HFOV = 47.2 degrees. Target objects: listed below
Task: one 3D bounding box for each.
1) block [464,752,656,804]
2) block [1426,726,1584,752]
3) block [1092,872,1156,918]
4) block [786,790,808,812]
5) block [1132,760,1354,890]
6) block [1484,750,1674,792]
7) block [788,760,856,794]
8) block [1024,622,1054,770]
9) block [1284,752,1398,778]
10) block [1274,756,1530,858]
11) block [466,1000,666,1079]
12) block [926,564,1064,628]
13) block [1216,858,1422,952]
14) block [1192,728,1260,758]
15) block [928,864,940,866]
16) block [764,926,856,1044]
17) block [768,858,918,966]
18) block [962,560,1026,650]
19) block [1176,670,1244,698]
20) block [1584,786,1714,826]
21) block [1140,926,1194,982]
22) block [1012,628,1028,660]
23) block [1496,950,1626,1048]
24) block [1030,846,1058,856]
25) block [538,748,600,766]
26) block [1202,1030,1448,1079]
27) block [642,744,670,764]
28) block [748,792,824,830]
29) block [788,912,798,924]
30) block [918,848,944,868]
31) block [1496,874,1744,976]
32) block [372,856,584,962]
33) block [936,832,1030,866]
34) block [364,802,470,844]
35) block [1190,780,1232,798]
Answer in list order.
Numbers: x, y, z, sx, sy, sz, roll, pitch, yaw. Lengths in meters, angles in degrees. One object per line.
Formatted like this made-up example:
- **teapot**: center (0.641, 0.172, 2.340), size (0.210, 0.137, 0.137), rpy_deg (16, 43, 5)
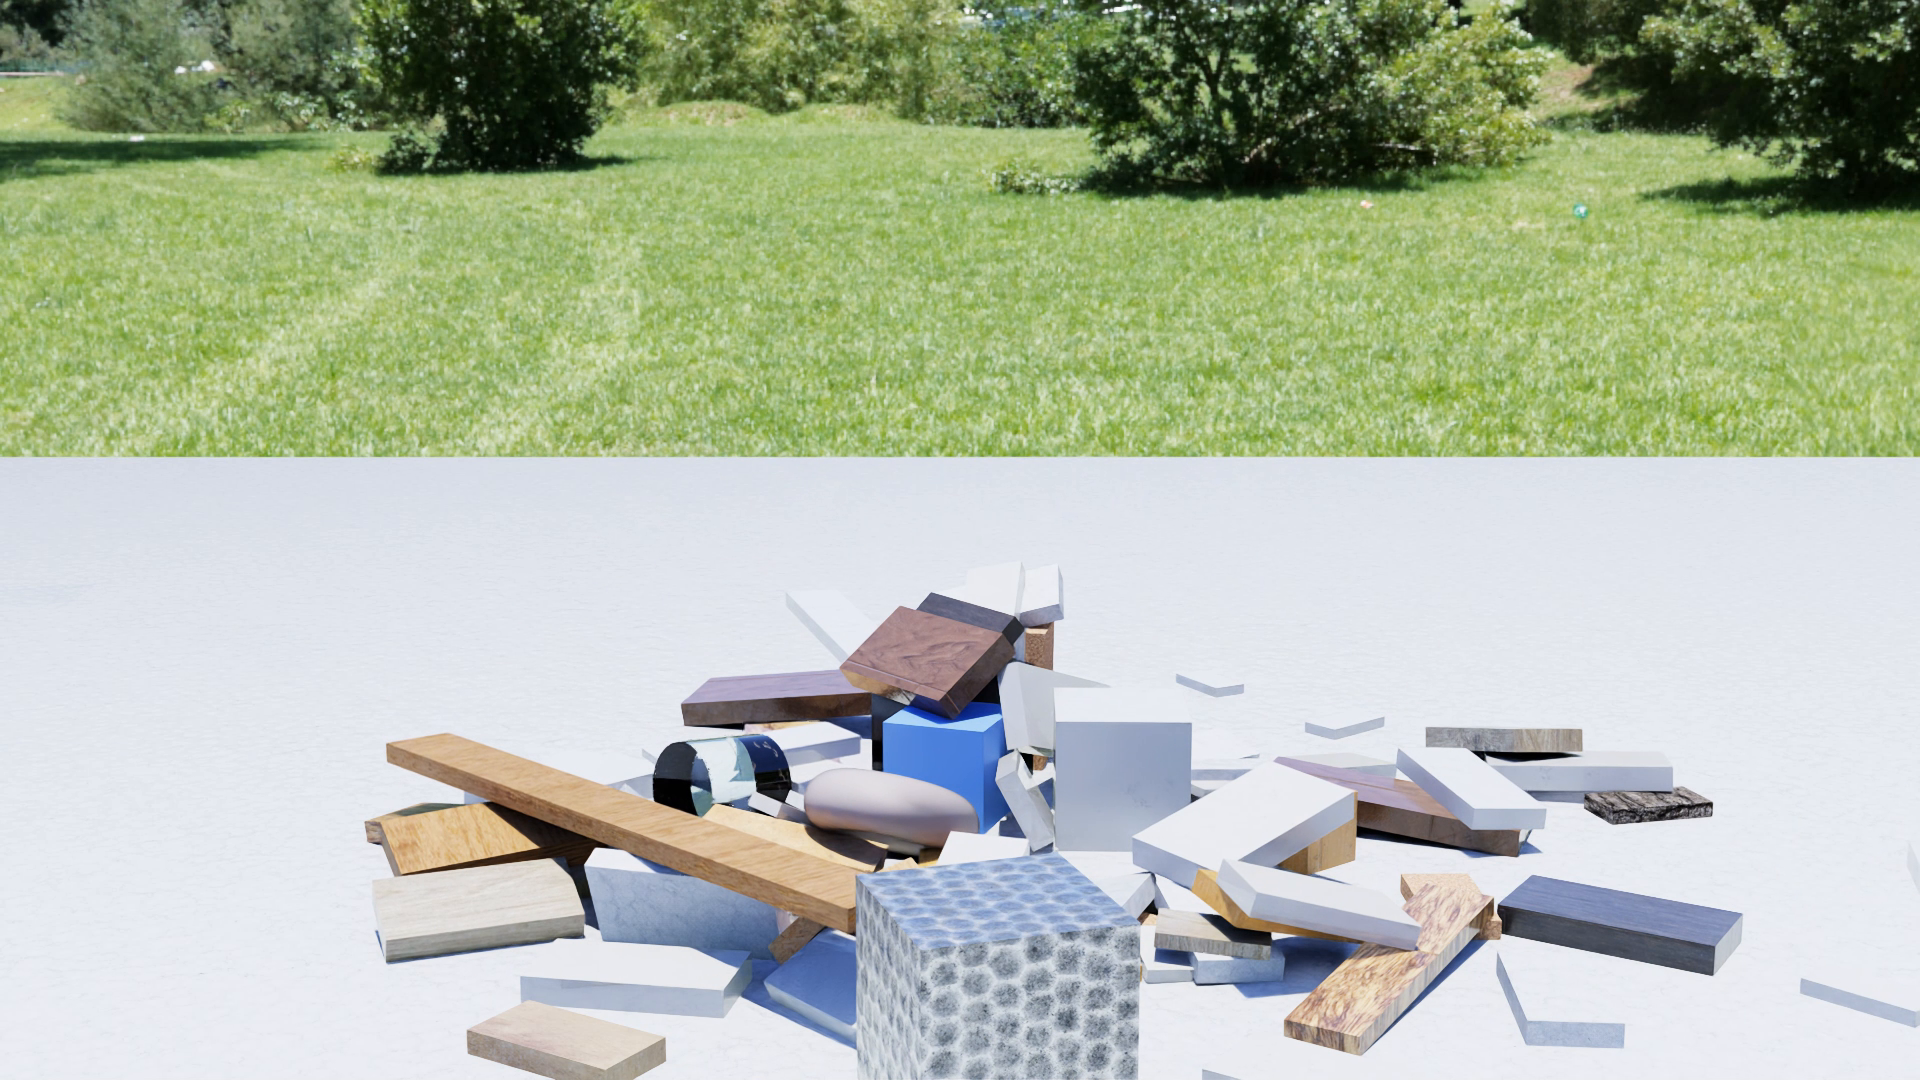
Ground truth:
- **block**: center (-0.742, 0.474, 4.159), size (0.345, 0.049, 0.172), rpy_deg (-10, 15, -44)
- **block**: center (1.076, 0.395, 4.366), size (0.156, 0.044, 0.312), rpy_deg (1, -4, -20)
- **block**: center (0.215, 0.586, 3.467), size (0.133, 0.038, 0.266), rpy_deg (-13, 3, 21)
- **block**: center (-0.225, 0.492, 3.940), size (0.163, 0.023, 0.081), rpy_deg (26, -6, -35)
- **block**: center (0.469, 0.473, 3.622), size (0.356, 0.050, 0.178), rpy_deg (-22, 27, -40)
- **block**: center (1.187, 0.444, 4.234), size (0.337, 0.048, 0.169), rpy_deg (-1, 4, 11)
- **block**: center (-0.340, 0.435, 4.154), size (0.138, 0.039, 0.276), rpy_deg (-10, 15, -43)
- **block**: center (0.158, 0.308, 4.418), size (0.040, 0.280, 0.140), rpy_deg (3, 11, 10)
- **block**: center (0.738, 0.443, 4.273), size (0.225, 0.032, 0.112), rpy_deg (3, 6, -45)
- **block**: center (0.788, 0.483, 4.007), size (0.478, 0.048, 0.169), rpy_deg (9, 13, 21)
- **block**: center (-0.540, 0.693, 3.016), size (0.249, 0.035, 0.125), rpy_deg (6, 12, 31)
- **block**: center (0.069, 0.135, 4.433), size (0.280, 0.040, 0.140), rpy_deg (-14, 33, 11)
- **block**: center (0.536, 0.545, 3.292), size (0.276, 0.039, 0.138), rpy_deg (14, 9, -17)
- **block**: center (0.475, 0.430, 4.364), size (0.225, 0.032, 0.112), rpy_deg (-8, 29, -38)
- **block**: center (-0.003, 0.591, 3.371), size (0.133, 0.038, 0.265), rpy_deg (2, 26, 9)
- **block**: center (-0.151, 0.642, 3.143), size (0.132, 0.037, 0.265), rpy_deg (-37, 30, -29)
- **block**: center (-0.172, 0.571, 3.389), size (0.037, 0.132, 0.265), rpy_deg (51, 26, 15)
- **block**: center (0.062, 0.136, 4.365), size (0.113, 0.032, 0.225), rpy_deg (-9, 39, 16)
- **block**: center (0.570, 0.327, 5.023), size (0.078, 0.022, 0.157), rpy_deg (-6, 12, -29)
- **block**: center (1.284, 0.495, 4.102), size (0.206, 0.029, 0.103), rpy_deg (-3, 11, -13)
- **block**: center (0.303, 0.629, 3.348), size (0.071, 0.020, 0.141), rpy_deg (1, 17, -9)
- **block**: center (0.097, 0.273, 4.532), size (0.140, 0.280, 0.040), rpy_deg (10, -3, -35)
- **block**: center (0.865, 0.662, 3.180), size (0.133, 0.038, 0.266), rpy_deg (1, 11, 5)
- **block**: center (0.077, 0.560, 3.753), size (0.102, 0.029, 0.203), rpy_deg (6, 12, 29)
- **block**: center (-0.791, 0.451, 4.353), size (0.086, 0.024, 0.173), rpy_deg (5, 12, 26)
- **block**: center (0.488, 0.718, 2.857), size (0.310, 0.044, 0.155), rpy_deg (7, 13, 35)
- **block**: center (-0.592, 0.439, 4.438), size (0.061, 0.017, 0.121), rpy_deg (-6, 12, -29)
- **block**: center (-0.276, 0.494, 3.889), size (0.184, 0.026, 0.092), rpy_deg (28, -9, -38)
- **block**: center (-0.248, 0.605, 3.507), size (0.102, 0.029, 0.203), rpy_deg (3, 11, 18)
- **block**: center (-0.019, 0.565, 3.619), size (0.102, 0.029, 0.203), rpy_deg (-3, 19, 3)
- **block**: center (1.038, 0.604, 3.464), size (0.337, 0.048, 0.169), rpy_deg (7, 12, 32)
- **block**: center (-0.761, 0.581, 3.471), size (0.306, 0.043, 0.153), rpy_deg (-4, 30, -21)
- **block**: center (0.018, 0.561, 3.518), size (0.133, 0.038, 0.266), rpy_deg (4, 27, 13)
- **block**: center (-0.912, 0.505, 3.909), size (0.274, 0.039, 0.137), rpy_deg (-3, 7, 35)
- **block**: center (0.521, 0.473, 4.195), size (0.185, 0.018, 0.064), rpy_deg (1, 9, -30)
